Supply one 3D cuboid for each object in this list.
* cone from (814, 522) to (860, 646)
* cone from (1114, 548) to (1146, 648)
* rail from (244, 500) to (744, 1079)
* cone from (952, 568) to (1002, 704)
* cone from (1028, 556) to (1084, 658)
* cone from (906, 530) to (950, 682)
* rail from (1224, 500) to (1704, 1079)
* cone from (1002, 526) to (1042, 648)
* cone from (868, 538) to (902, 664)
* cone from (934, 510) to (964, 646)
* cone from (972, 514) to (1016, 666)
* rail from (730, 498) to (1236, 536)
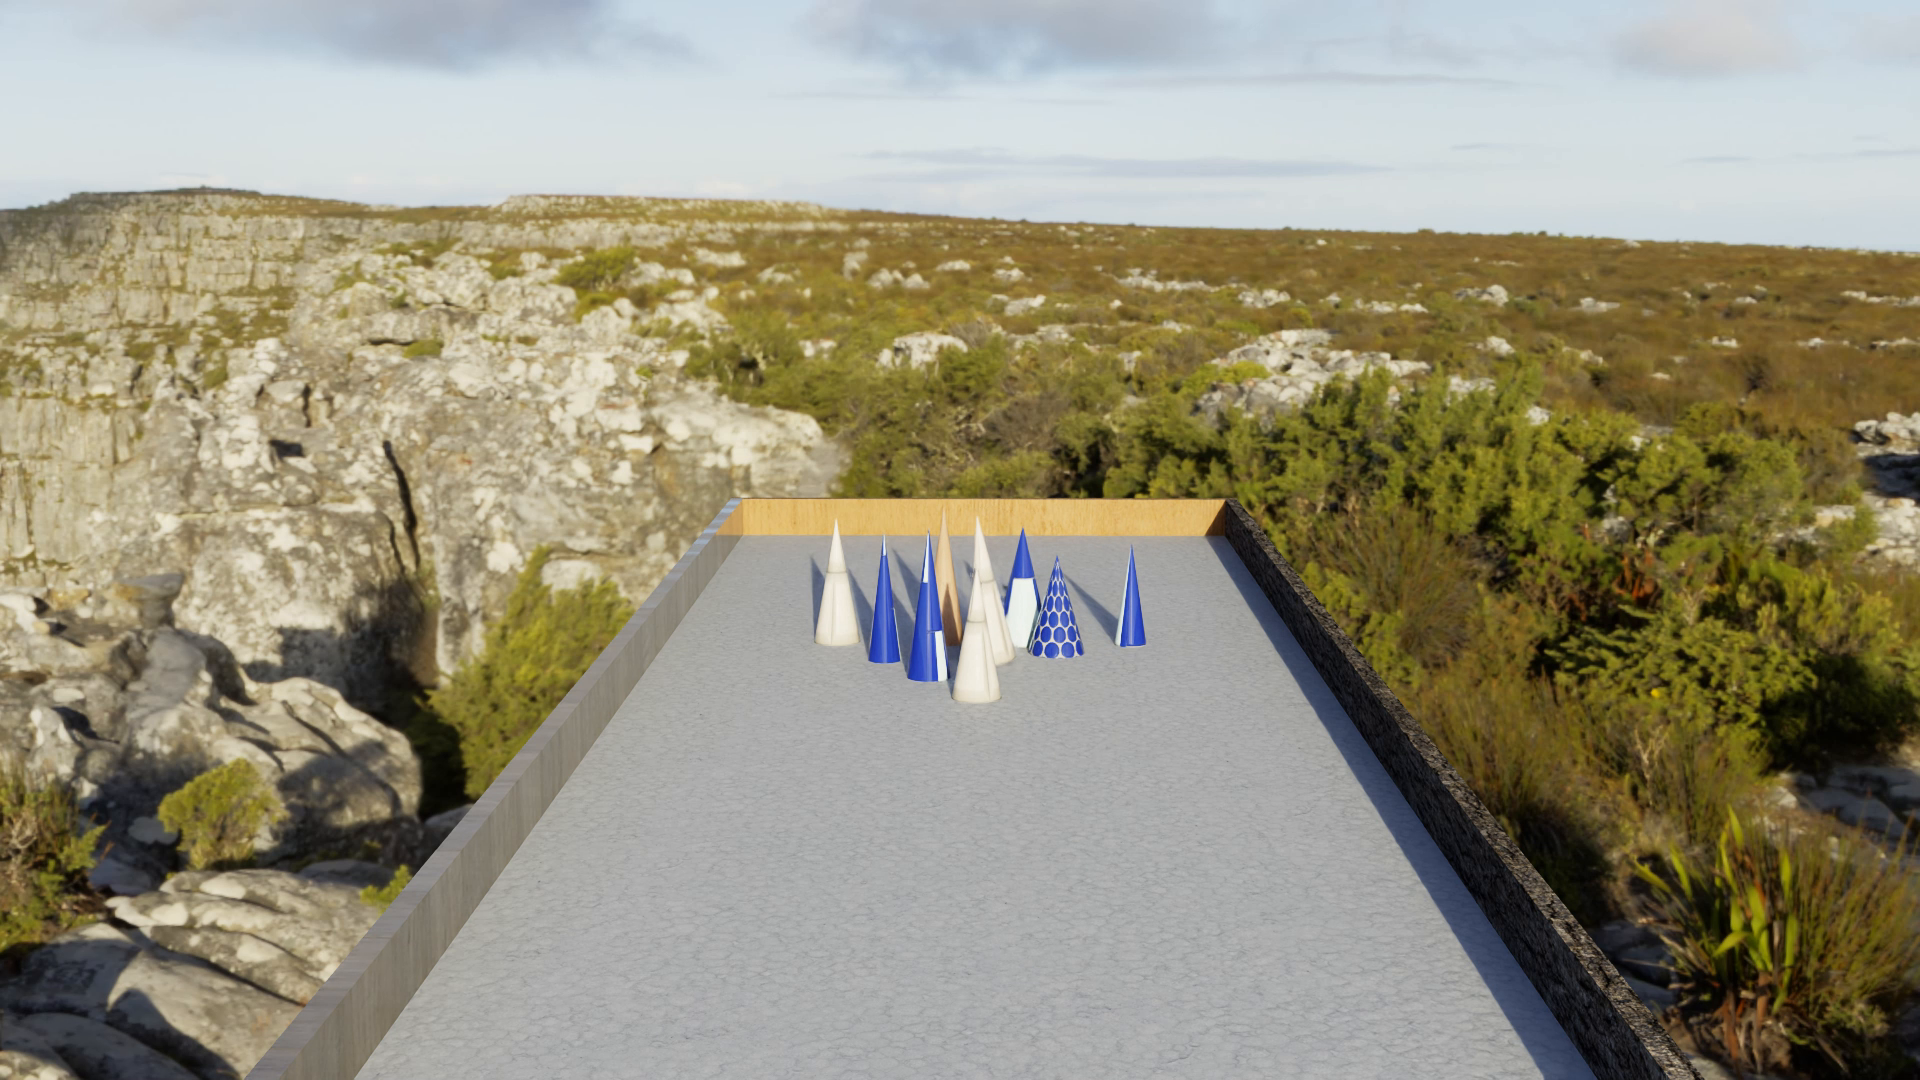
[{"bbox_3d":[-0.389,0.126,6.947,0.146,0.397,0.146,0,9,0],"label":"cone"},{"bbox_3d":[0.538,0.169,6.912,0.101,0.323,0.101,0,9,0],"label":"cone"},{"bbox_3d":[-1.004,0.839,3.234,0.050,0.150,12.000,0,9,1],"label":"rail"},{"bbox_3d":[0.047,0.259,6.174,0.141,0.376,0.141,0,9,0],"label":"cone"},{"bbox_3d":[0.299,0.197,6.789,0.177,0.307,0.177,0,9,0],"label":"cone"},{"bbox_3d":[-0.092,0.184,6.433,0.129,0.444,0.129,0,9,0],"label":"cone"},{"bbox_3d":[1.046,0.843,3.208,0.050,0.150,12.000,0,9,1],"label":"rail"},{"bbox_3d":[0.198,0.138,6.944,0.179,0.373,0.179,0,9,0],"label":"cone"},{"bbox_3d":[-0.230,0.170,6.673,0.102,0.396,0.102,0,9,0],"label":"cone"},{"bbox_3d":[-0.051,0.106,6.934,0.132,0.441,0.132,0,9,0],"label":"cone"},{"bbox_3d":[0.073,0.140,6.613,0.151,0.455,0.151,-6,16,2],"label":"cone"},{"bbox_3d":[0.099,-0.098,9.147,2.100,0.150,0.050,0,9,1],"label":"rail"}]
